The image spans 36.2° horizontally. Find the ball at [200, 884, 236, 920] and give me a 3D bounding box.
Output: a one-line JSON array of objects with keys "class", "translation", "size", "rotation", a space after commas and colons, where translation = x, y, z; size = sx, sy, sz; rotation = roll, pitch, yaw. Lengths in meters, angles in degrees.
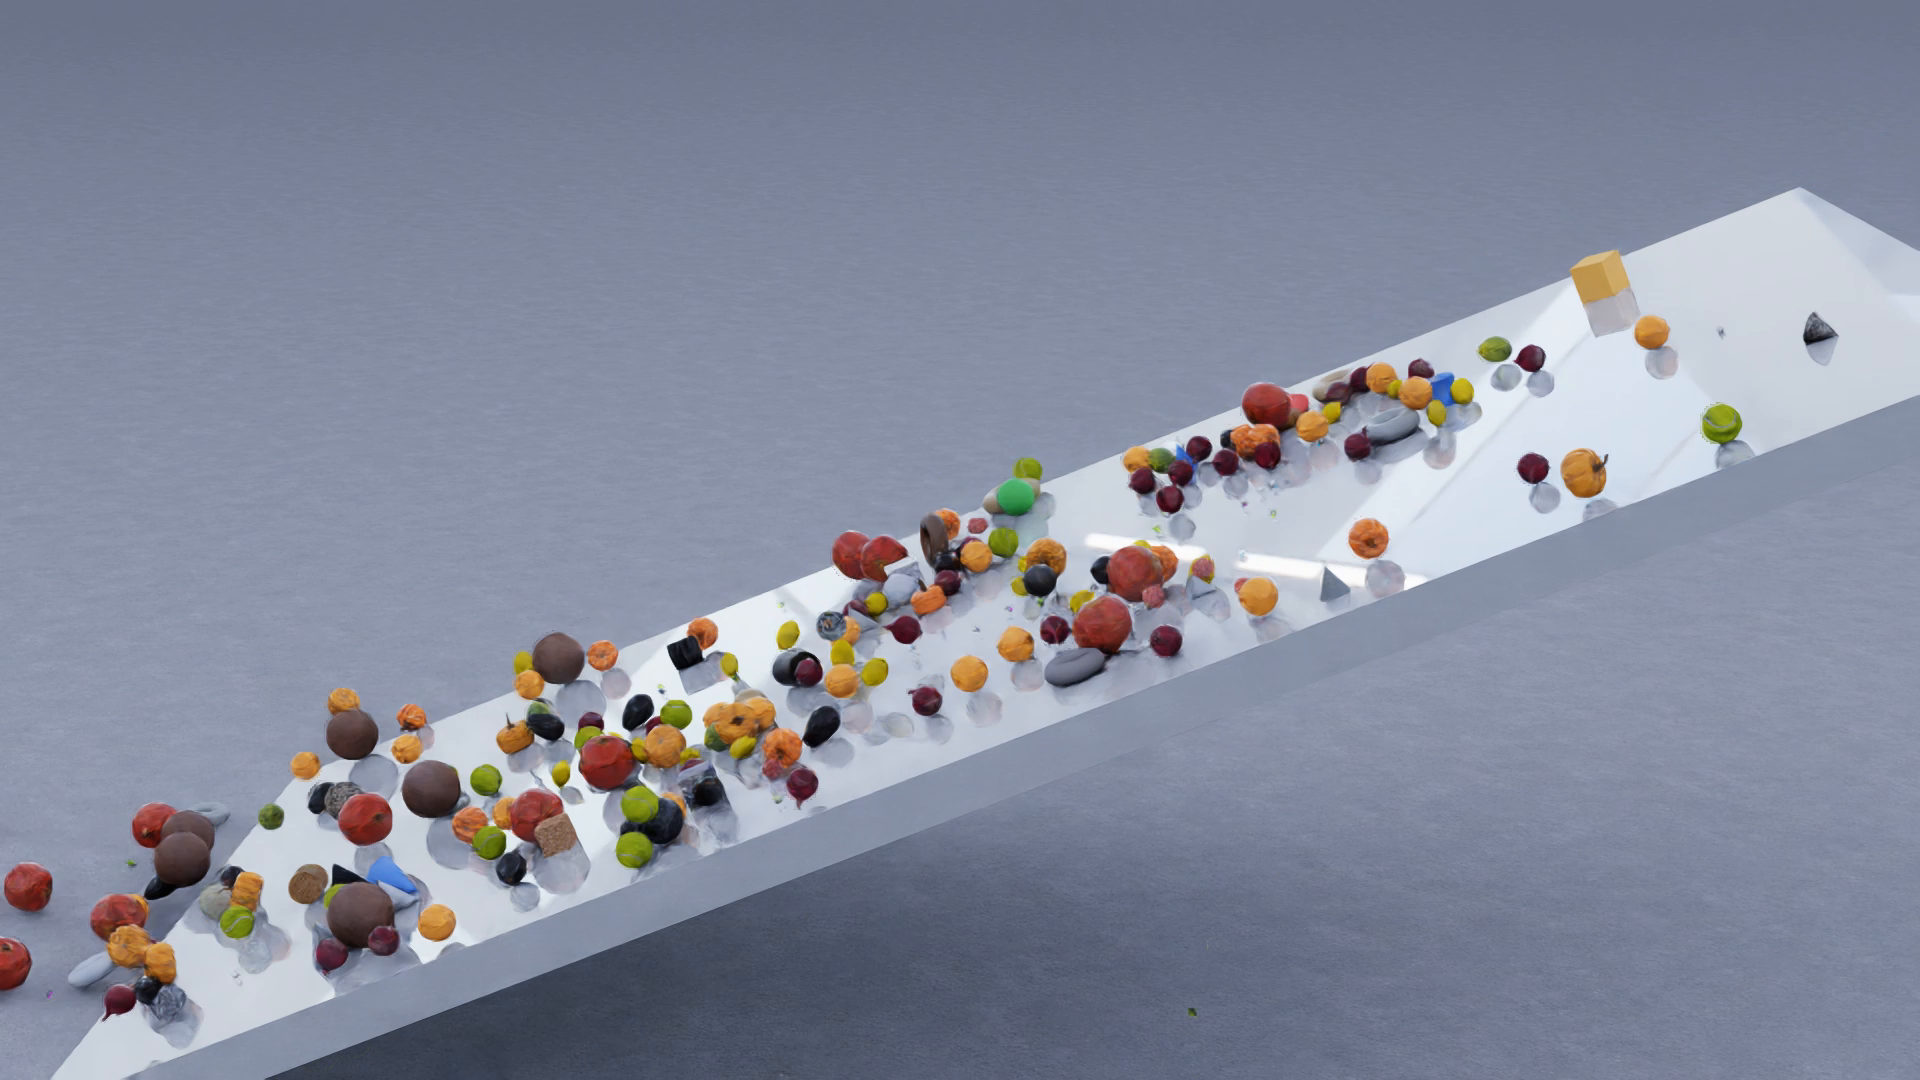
[{"class": "ball", "translation": [-1.616, 0.787, 6.400], "size": [0.076, 0.076, 0.076], "rotation": [0, 14, 0]}]

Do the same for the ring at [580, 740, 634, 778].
[{"class": "ring", "translation": [-0.757, 0.468, 6.292], "size": [0.125, 0.042, 0.125], "rotation": [-22, 14, 6]}]

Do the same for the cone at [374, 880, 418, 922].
[{"class": "cone", "translation": [-1.122, 0.720, 5.880], "size": [0.085, 0.085, 0.085], "rotation": [1, 13, -17]}]

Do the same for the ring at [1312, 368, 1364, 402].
[{"class": "ring", "translation": [0.883, -0.362, 6.862], "size": [0.130, 0.043, 0.130], "rotation": [-22, 13, 5]}]

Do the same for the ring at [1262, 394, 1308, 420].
[{"class": "ring", "translation": [0.760, -0.308, 6.864], "size": [0.114, 0.038, 0.114], "rotation": [-21, 15, 6]}]

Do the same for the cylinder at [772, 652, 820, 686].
[{"class": "cylinder", "translation": [-0.350, 0.277, 6.289], "size": [0.075, 0.075, 0.075], "rotation": [-9, 2, -33]}]

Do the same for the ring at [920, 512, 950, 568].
[{"class": "ring", "translation": [-0.059, 0.003, 6.828], "size": [0.045, 0.134, 0.134], "rotation": [-9, 16, -14]}]

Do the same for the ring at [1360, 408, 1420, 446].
[{"class": "ring", "translation": [0.917, -0.242, 6.282], "size": [0.137, 0.046, 0.137], "rotation": [-23, 13, 6]}]

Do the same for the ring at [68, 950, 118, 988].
[{"class": "ring", "translation": [-1.882, 0.933, 6.390], "size": [0.116, 0.039, 0.116], "rotation": [-26, 12, 6]}]

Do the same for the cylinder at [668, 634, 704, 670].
[{"class": "cylinder", "translation": [-0.644, 0.265, 6.898], "size": [0.065, 0.065, 0.065], "rotation": [-23, 14, 3]}]

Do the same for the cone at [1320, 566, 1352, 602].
[{"class": "cone", "translation": [0.673, 0.072, 5.346], "size": [0.059, 0.059, 0.059], "rotation": [-22, 12, 5]}]

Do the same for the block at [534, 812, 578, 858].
[{"class": "block", "translation": [-0.801, 0.584, 5.831], "size": [0.059, 0.059, 0.059], "rotation": [-21, 12, 10]}]

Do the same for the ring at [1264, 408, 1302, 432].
[{"class": "ring", "translation": [0.745, -0.275, 6.770], "size": [0.093, 0.031, 0.093], "rotation": [-22, 13, 6]}]

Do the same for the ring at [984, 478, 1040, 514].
[{"class": "ring", "translation": [0.126, -0.107, 7.133], "size": [0.148, 0.049, 0.148], "rotation": [-21, 13, 5]}]

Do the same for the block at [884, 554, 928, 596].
[{"class": "block", "translation": [-0.122, 0.088, 6.688], "size": [0.074, 0.074, 0.074], "rotation": [-23, 12, 0]}]

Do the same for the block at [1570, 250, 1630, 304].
[{"class": "block", "translation": [1.466, -0.604, 6.738], "size": [0.085, 0.085, 0.085], "rotation": [-11, 17, 43]}]

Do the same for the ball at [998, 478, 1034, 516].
[{"class": "ball", "translation": [0.133, -0.103, 7.005], "size": [0.089, 0.089, 0.089], "rotation": [0, 14, 0]}]

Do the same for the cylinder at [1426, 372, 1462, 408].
[{"class": "cylinder", "translation": [1.047, -0.324, 6.361], "size": [0.060, 0.060, 0.060], "rotation": [-22, 12, 5]}]

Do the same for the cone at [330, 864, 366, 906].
[{"class": "cone", "translation": [-1.263, 0.719, 6.137], "size": [0.090, 0.090, 0.090], "rotation": [3, 14, -8]}]

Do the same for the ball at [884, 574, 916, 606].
[{"class": "ball", "translation": [-0.136, 0.111, 6.615], "size": [0.073, 0.073, 0.073], "rotation": [0, 14, 0]}]

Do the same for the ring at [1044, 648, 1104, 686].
[{"class": "ring", "translation": [0.214, 0.237, 5.518], "size": [0.120, 0.040, 0.120], "rotation": [-20, 11, 4]}]

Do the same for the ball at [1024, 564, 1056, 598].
[{"class": "ball", "translation": [0.166, 0.084, 6.119], "size": [0.070, 0.070, 0.070], "rotation": [0, 14, 0]}]

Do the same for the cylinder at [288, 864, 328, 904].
[{"class": "cylinder", "translation": [-1.382, 0.728, 6.235], "size": [0.070, 0.070, 0.070], "rotation": [1, 5, 3]}]

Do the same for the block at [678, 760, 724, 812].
[{"class": "block", "translation": [-0.505, 0.478, 5.732], "size": [0.065, 0.065, 0.065], "rotation": [-22, 12, 3]}]

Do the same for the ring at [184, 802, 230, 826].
[{"class": "ring", "translation": [-1.909, 0.696, 7.453], "size": [0.114, 0.038, 0.114], "rotation": [-1, 15, 0]}]

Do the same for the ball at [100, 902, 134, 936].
[{"class": "ball", "translation": [-1.916, 0.862, 6.682], "size": [0.075, 0.075, 0.075], "rotation": [0, 14, 0]}]

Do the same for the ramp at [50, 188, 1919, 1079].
[{"class": "ramp", "translation": [0.126, 0.173, 6.289], "size": [4.000, 0.100, 2.000], "rotation": [-21, 12, 7]}]

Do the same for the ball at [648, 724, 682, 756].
[{"class": "ball", "translation": [-0.621, 0.419, 6.190], "size": [0.068, 0.068, 0.068], "rotation": [0, 14, 0]}]

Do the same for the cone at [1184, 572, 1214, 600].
[{"class": "cone", "translation": [0.472, 0.094, 5.702], "size": [0.054, 0.054, 0.054], "rotation": [12, 10, -19]}]

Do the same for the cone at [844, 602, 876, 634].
[{"class": "cone", "translation": [-0.213, 0.186, 6.528], "size": [0.074, 0.074, 0.074], "rotation": [23, 5, -22]}]

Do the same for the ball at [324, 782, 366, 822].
[{"class": "ball", "translation": [-1.390, 0.591, 6.650], "size": [0.091, 0.091, 0.091], "rotation": [0, 14, 0]}]

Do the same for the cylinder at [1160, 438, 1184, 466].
[{"class": "cylinder", "translation": [0.497, -0.207, 6.870], "size": [0.054, 0.054, 0.054], "rotation": [2, 17, 7]}]

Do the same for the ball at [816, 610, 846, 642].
[{"class": "ball", "translation": [-0.270, 0.179, 6.151], "size": [0.065, 0.065, 0.065], "rotation": [0, 14, 0]}]

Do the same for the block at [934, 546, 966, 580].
[{"class": "block", "translation": [-0.023, 0.053, 6.709], "size": [0.053, 0.053, 0.053], "rotation": [-20, 12, 13]}]

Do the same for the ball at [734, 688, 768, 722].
[{"class": "ball", "translation": [-0.438, 0.346, 6.164], "size": [0.071, 0.071, 0.071], "rotation": [0, 14, 0]}]

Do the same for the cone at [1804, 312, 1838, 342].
[{"class": "cone", "translation": [1.661, -0.401, 5.652], "size": [0.059, 0.059, 0.059], "rotation": [19, 22, 32]}]

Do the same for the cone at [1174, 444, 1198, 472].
[{"class": "cone", "translation": [0.511, -0.195, 6.781], "size": [0.060, 0.060, 0.060], "rotation": [-22, 12, 5]}]

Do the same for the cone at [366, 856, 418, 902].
[{"class": "cone", "translation": [-1.141, 0.701, 5.985], "size": [0.096, 0.096, 0.096], "rotation": [13, 18, 23]}]

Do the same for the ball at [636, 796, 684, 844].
[{"class": "ball", "translation": [-0.567, 0.529, 5.545], "size": [0.091, 0.091, 0.091], "rotation": [0, 14, 0]}]
